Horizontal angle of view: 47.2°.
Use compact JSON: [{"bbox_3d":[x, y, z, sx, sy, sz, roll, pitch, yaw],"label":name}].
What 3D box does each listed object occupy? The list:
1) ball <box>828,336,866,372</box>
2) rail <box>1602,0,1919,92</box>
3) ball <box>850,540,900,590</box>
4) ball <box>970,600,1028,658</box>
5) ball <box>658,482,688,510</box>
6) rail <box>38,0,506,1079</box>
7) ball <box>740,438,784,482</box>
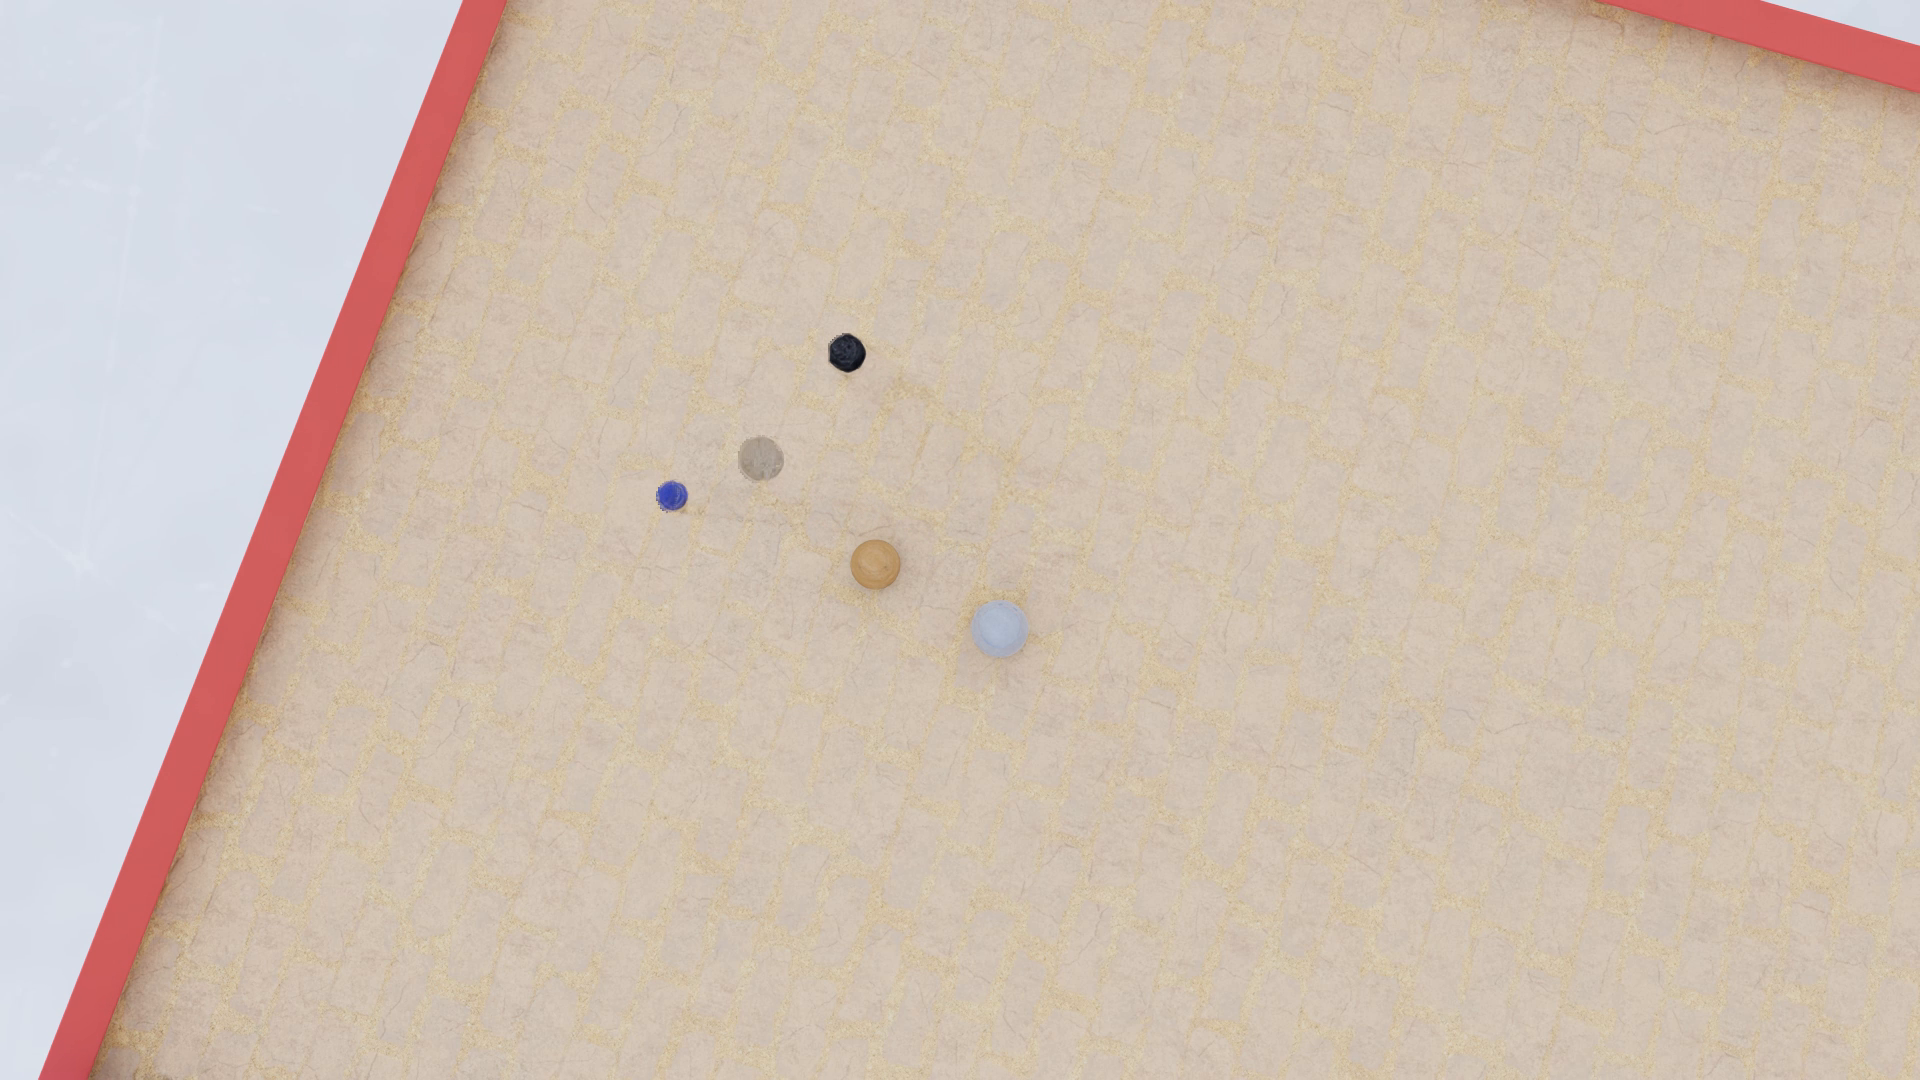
[{"bbox_3d":[-0.173,-0.286,3.377,0.057,0.057,0.057,0,78,0],"label":"ball"},{"bbox_3d":[1.291,-0.787,3.456,3.957,0.112,0.045,17,78,4],"label":"rail"},{"bbox_3d":[-0.127,0.037,3.297,0.076,0.076,0.076,0,78,0],"label":"ball"},{"bbox_3d":[0.059,0.132,3.272,0.086,0.086,0.086,0,78,0],"label":"ball"},{"bbox_3d":[-0.435,-0.067,3.336,0.044,0.044,0.044,0,78,0],"label":"ball"},{"bbox_3d":[-0.921,-0.290,3.348,0.045,0.112,2.352,17,78,4],"label":"rail"},{"bbox_3d":[-0.301,-0.122,3.336,0.067,0.067,0.067,0,78,0],"label":"ball"}]
